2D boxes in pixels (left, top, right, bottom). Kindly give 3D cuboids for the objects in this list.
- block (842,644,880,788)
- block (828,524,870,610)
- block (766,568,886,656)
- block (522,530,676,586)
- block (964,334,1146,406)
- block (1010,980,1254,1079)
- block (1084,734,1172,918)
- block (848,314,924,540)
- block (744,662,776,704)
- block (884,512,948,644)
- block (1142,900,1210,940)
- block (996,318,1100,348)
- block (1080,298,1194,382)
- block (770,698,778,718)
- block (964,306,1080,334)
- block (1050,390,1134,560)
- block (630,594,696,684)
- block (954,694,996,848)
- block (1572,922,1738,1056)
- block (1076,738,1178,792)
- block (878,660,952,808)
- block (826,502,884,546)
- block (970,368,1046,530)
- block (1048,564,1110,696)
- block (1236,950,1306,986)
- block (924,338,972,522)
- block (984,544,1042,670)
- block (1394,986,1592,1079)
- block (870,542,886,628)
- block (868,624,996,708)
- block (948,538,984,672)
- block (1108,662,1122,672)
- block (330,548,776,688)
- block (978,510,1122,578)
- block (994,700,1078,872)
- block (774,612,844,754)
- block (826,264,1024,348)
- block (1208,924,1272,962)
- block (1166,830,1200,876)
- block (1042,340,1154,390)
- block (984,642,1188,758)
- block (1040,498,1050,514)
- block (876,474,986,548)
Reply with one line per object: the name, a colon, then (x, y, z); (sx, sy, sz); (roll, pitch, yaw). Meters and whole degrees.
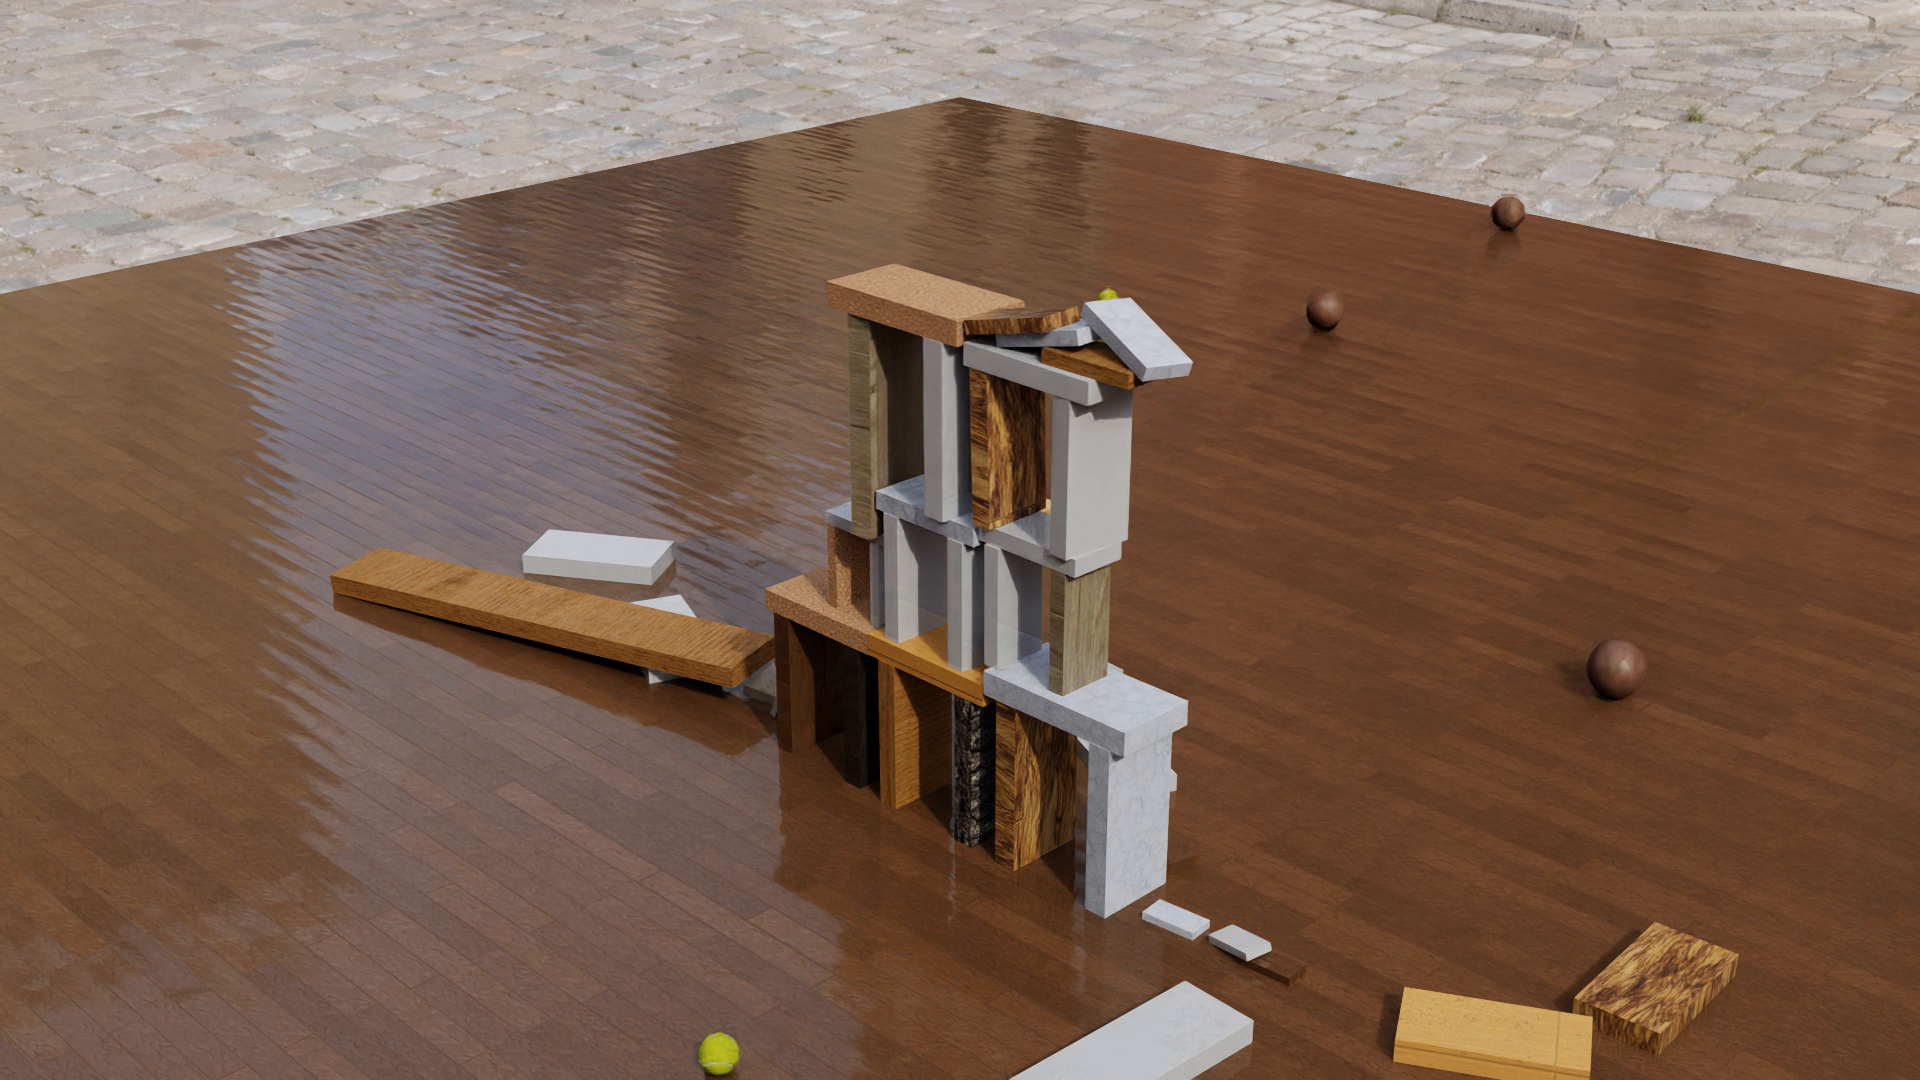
block: (-0.166, 0.340, 4.551); (0.045, 0.319, 0.159); (21, 31, 41)
block: (-0.226, 0.042, 4.498); (0.091, 0.182, 0.026); (-20, 30, -38)
block: (-0.238, 0.145, 4.546); (0.319, 0.045, 0.159); (21, 31, 41)
block: (-0.917, 0.043, 5.598); (0.344, 0.049, 0.172); (5, 24, 12)
block: (0.167, -0.313, 3.911); (0.152, 0.043, 0.304); (-21, 31, -40)
block: (0.243, 0.883, 3.623); (0.543, 0.045, 0.158); (-19, 30, -38)
block: (0.314, 0.512, 4.103); (0.176, 0.353, 0.050); (-21, 31, -41)
block: (-0.140, -0.242, 4.288); (0.050, 0.454, 0.175); (16, 28, 32)
block: (-0.413, 0.319, 4.970); (0.080, 0.023, 0.159); (17, 28, 22)
block: (-0.087, 0.058, 4.339); (0.134, 0.268, 0.038); (-21, 31, -40)
block: (0.401, 0.704, 4.080); (0.112, 0.016, 0.056); (18, 29, 36)
block: (0.168, -0.366, 3.887); (0.099, 0.028, 0.199); (-22, 18, -41)
block: (0.303, -0.346, 3.779); (0.099, 0.028, 0.199); (-9, 44, -32)
block: (-0.352, 0.256, 4.777); (0.015, 0.313, 0.053); (35, 36, 20)
block: (0.109, -0.390, 3.906); (0.189, 0.027, 0.094); (4, 19, 44)
block: (0.234, -0.128, 3.921); (0.152, 0.304, 0.043); (-18, 29, -36)
block: (-0.691, 0.229, 5.159); (0.172, 0.049, 0.344); (-9, 25, -21)
block: (0.062, 0.430, 4.335); (0.046, 0.322, 0.161); (21, 31, 41)
block: (1.221, 0.783, 3.858); (0.158, 0.045, 0.316); (19, 29, 37)
block: (0.340, 0.461, 4.626); (0.131, 0.037, 0.263); (-8, 24, -18)
block: (-0.090, 0.370, 4.476); (0.046, 0.322, 0.161); (21, 31, 41)
block: (-0.176, -0.034, 4.411); (0.091, 0.026, 0.182); (-21, 31, -40)
block: (0.090, -0.186, 4.055); (0.152, 0.304, 0.043); (-21, 29, -40)
block: (0.221, 0.153, 4.053); (0.123, 0.247, 0.035); (-21, 31, -40)
block: (0.558, 0.761, 3.947); (0.112, 0.016, 0.056); (19, 29, 37)
block: (0.013, -0.224, 4.115); (0.175, 0.351, 0.050); (-20, 30, -39)
block: (0.101, 0.109, 4.156); (0.035, 0.247, 0.123); (21, 31, 40)
block: (0.901, 0.843, 3.716); (0.316, 0.045, 0.158); (6, 24, 15)
block: (-0.137, 0.079, 4.410); (0.091, 0.182, 0.026); (-21, 31, -40)
block: (-0.013, 0.231, 4.334); (0.161, 0.046, 0.322); (-21, 31, -40)
block: (0.038, 0.107, 4.222); (0.134, 0.268, 0.038); (-21, 31, -40)
block: (0.225, 0.298, 4.937); (0.263, 0.037, 0.131); (-3, 19, -41)
block: (-0.984, 0.173, 5.201); (1.237, 0.049, 0.172); (11, 29, 30)
block: (0.164, 0.001, 4.051); (0.123, 0.035, 0.247); (-21, 31, -40)
block: (0.148, 0.447, 4.256); (0.050, 0.353, 0.176); (21, 31, 41)
block: (-0.317, 0.281, 4.690); (0.045, 0.319, 0.159); (21, 31, 41)
block: (-0.067, -0.442, 4.114); (0.176, 0.050, 0.351); (-21, 31, -40)
block: (0.507, 0.730, 3.987); (0.056, 0.016, 0.113); (-17, 17, -27)
block: (0.377, 0.598, 4.317); (0.094, 0.027, 0.189); (-12, 26, -27)
block: (0.248, -0.308, 3.810); (0.199, 0.028, 0.099); (21, 31, 40)
block: (0.231, 0.294, 4.101); (0.353, 0.050, 0.176); (21, 31, 41)
block: (0.223, -0.083, 5.937); (0.053, 0.015, 0.105); (18, 29, 36)
block: (-0.021, -0.059, 4.223); (0.134, 0.038, 0.268); (-21, 31, -40)
